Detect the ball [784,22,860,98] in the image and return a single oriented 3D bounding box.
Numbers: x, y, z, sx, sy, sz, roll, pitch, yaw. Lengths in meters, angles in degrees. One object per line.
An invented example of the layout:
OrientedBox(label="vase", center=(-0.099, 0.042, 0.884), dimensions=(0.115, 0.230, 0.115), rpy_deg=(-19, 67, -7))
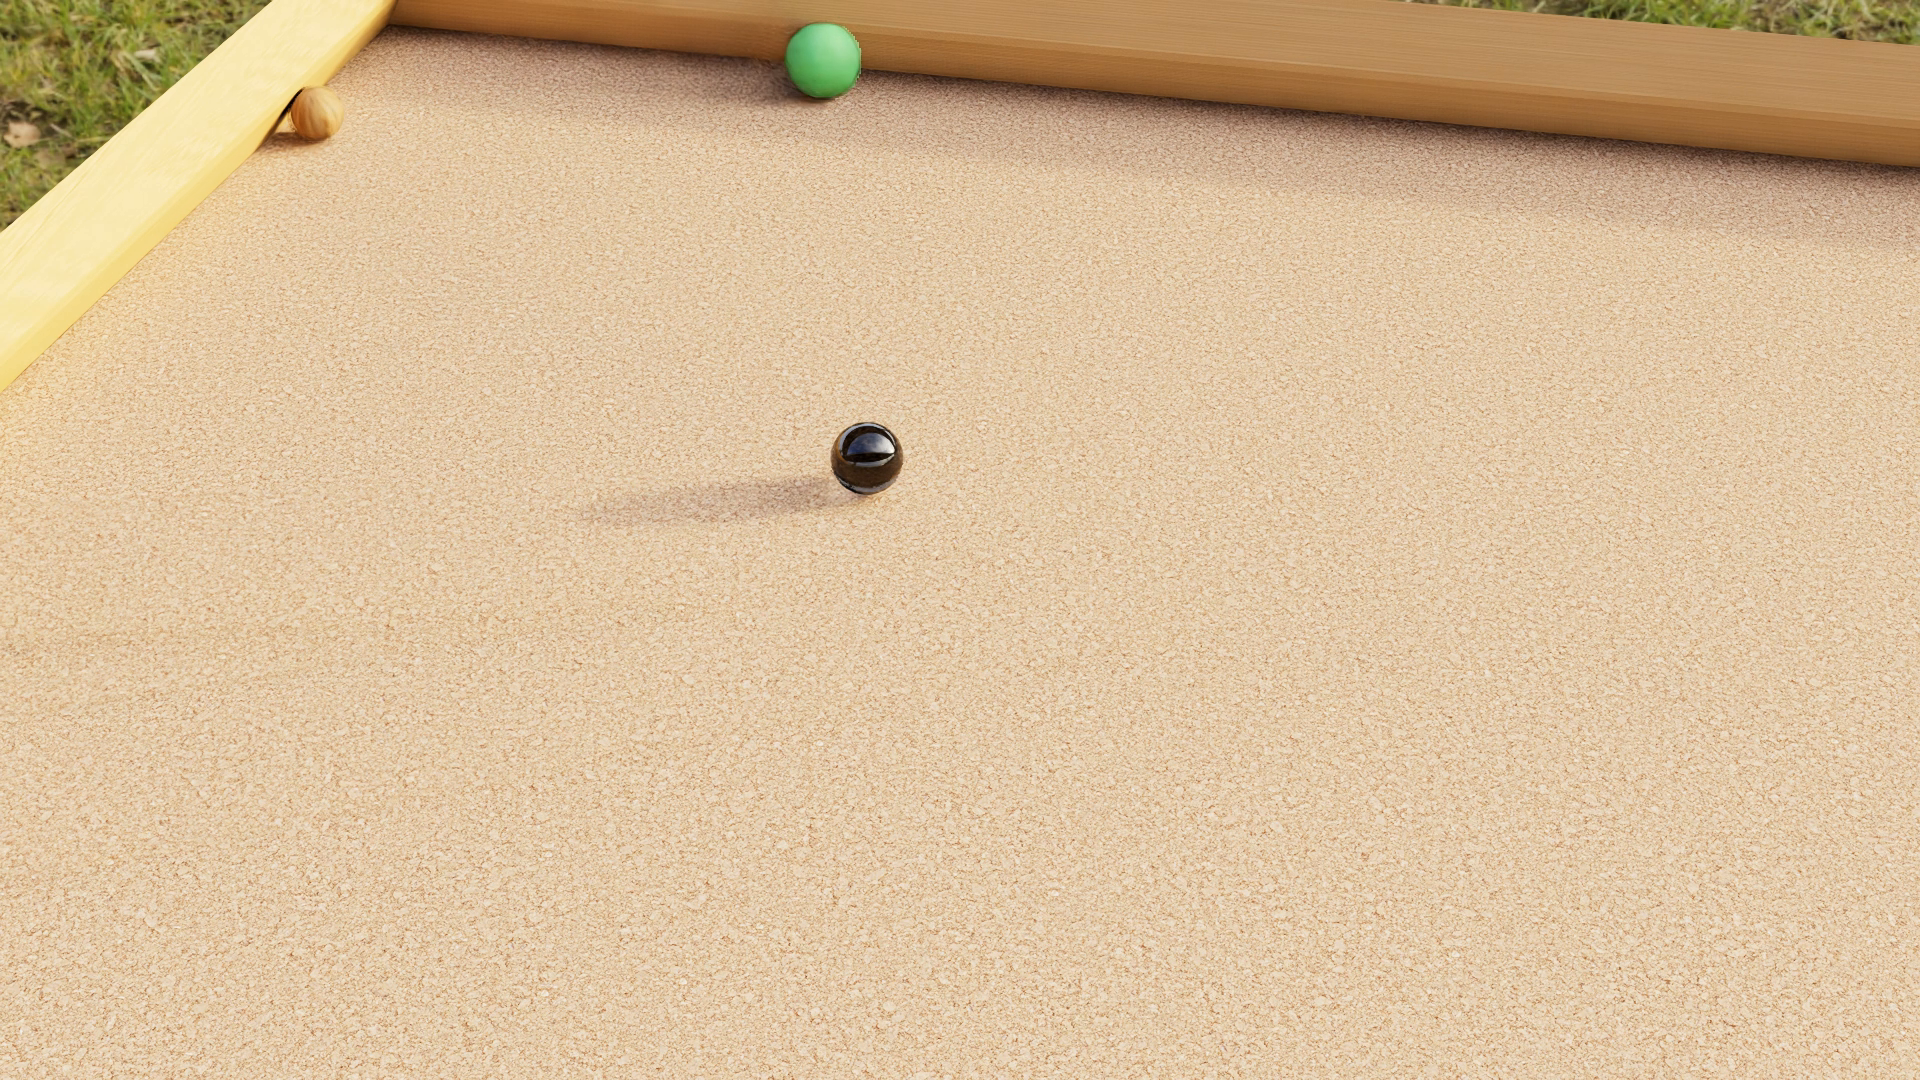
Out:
OrientedBox(label="ball", center=(-0.147, -0.514, 2.748), dimensions=(0.080, 0.080, 0.080), rpy_deg=(0, 34, 0))

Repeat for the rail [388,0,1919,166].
OrientedBox(label="rail", center=(1.065, -0.412, 2.552), dimensions=(3.540, 0.128, 0.045), rpy_deg=(7, 35, 11))

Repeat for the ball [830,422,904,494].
OrientedBox(label="ball", center=(-0.076, -0.067, 2.103), dimensions=(0.060, 0.060, 0.060), rpy_deg=(0, 34, 0))

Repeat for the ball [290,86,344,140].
OrientedBox(label="ball", center=(-0.667, -0.443, 2.666), dimensions=(0.054, 0.054, 0.054), rpy_deg=(0, 34, 0))

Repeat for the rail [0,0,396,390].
OrientedBox(label="rail", center=(-0.840, -0.134, 2.139), dimensions=(0.045, 0.128, 1.867), rpy_deg=(7, 35, 11))
